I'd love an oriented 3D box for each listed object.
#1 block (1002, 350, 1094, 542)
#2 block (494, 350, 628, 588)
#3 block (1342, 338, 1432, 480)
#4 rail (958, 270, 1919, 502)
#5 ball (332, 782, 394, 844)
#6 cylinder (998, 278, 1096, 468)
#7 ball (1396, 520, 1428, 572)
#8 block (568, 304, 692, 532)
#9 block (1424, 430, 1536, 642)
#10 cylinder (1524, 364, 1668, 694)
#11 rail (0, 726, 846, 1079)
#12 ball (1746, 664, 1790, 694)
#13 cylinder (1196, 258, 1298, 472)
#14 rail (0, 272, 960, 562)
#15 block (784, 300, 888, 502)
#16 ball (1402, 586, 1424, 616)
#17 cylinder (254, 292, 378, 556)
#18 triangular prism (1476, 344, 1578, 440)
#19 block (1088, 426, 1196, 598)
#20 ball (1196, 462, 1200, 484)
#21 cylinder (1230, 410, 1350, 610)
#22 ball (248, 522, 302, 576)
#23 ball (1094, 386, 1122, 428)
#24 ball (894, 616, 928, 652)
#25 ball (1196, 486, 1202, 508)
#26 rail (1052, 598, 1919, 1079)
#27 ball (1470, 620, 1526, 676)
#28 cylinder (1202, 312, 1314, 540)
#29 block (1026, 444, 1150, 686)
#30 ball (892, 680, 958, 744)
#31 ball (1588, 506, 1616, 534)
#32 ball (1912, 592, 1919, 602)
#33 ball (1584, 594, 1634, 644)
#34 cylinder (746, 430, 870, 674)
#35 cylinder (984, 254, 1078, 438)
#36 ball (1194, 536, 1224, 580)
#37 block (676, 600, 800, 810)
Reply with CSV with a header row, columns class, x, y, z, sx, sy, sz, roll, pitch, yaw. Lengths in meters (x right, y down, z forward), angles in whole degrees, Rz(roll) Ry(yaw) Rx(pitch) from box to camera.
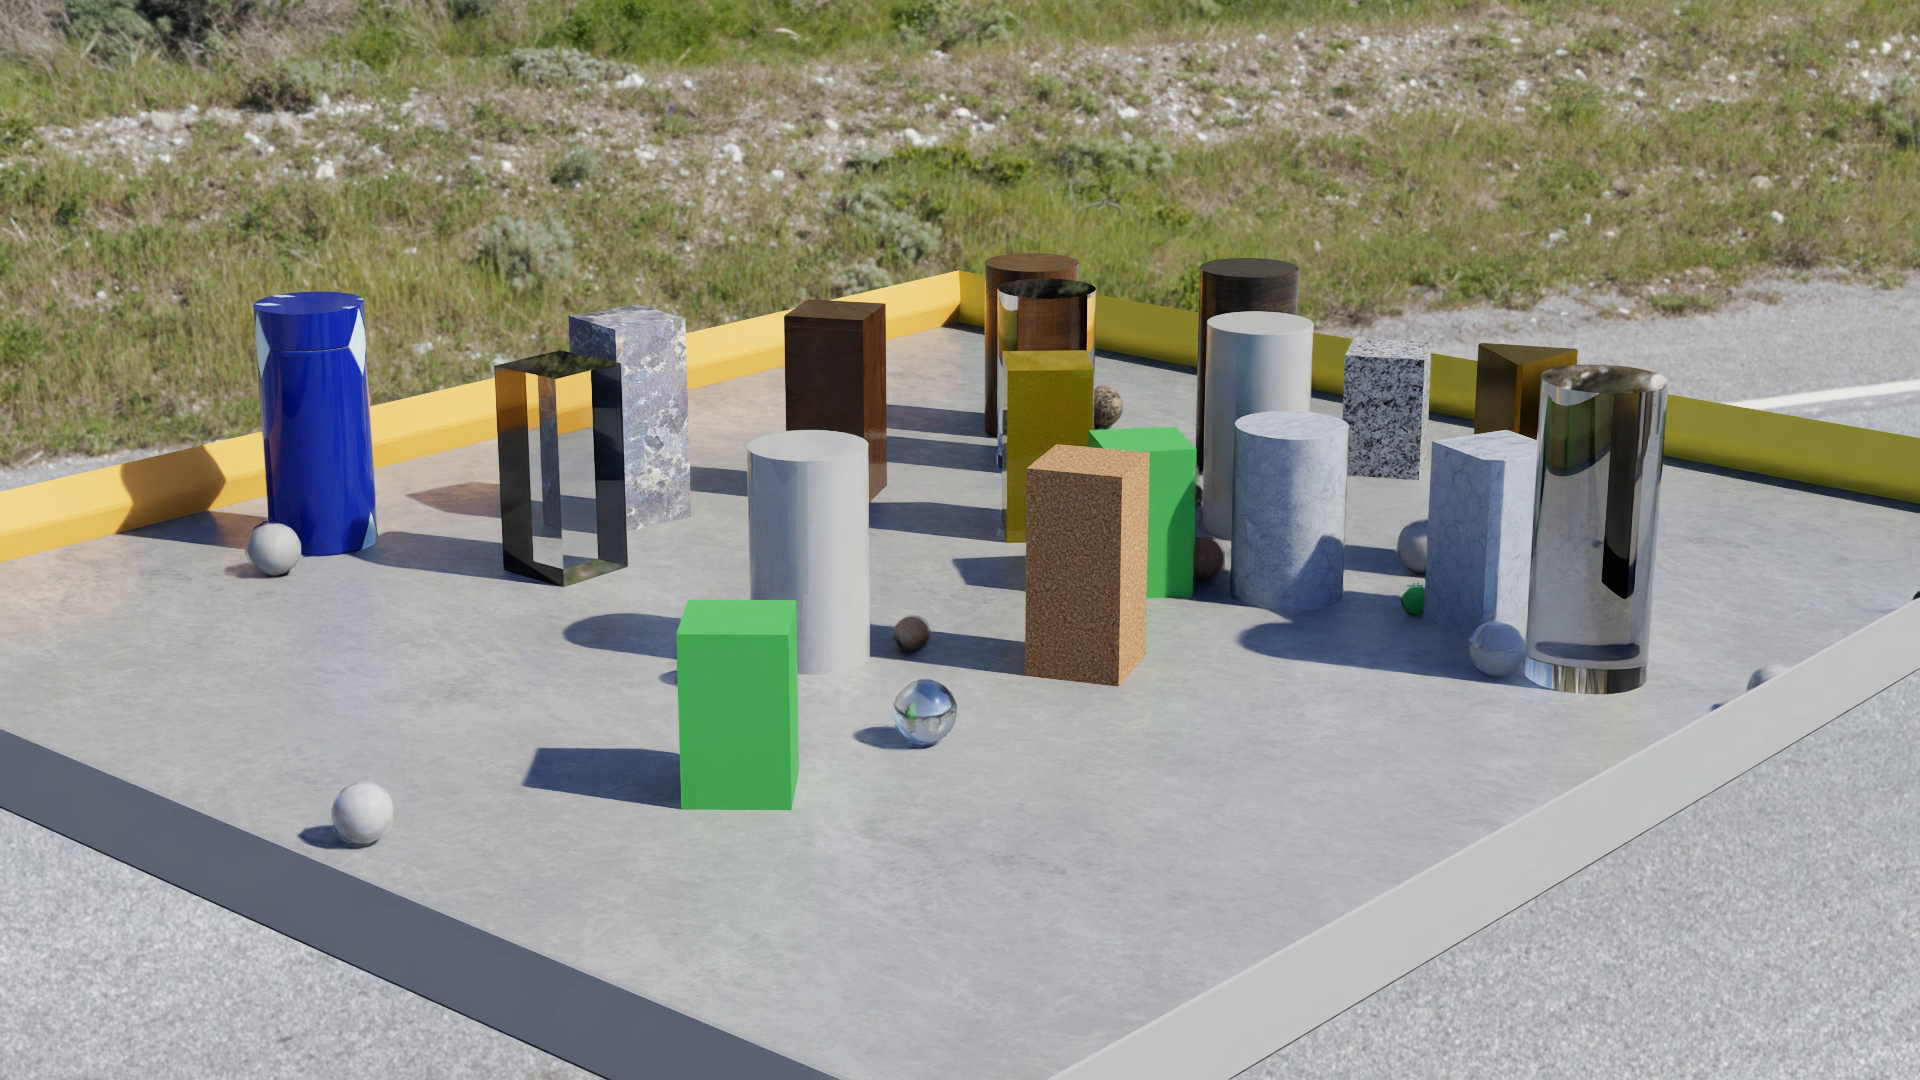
class,x,y,z,sx,sy,sz,roll,pitch,yaw
block,0.162,-0.175,5.463,0.157,0.328,0.157,-1,17,-2
block,-0.709,-0.129,5.225,0.157,0.377,0.157,13,21,38
block,0.858,-0.264,5.901,0.157,0.246,0.157,4,17,13
rail,1.067,-0.323,6.297,2.877,0.127,0.045,14,22,39
ball,-0.825,0.377,4.053,0.086,0.086,0.086,0,17,0
cylinder,0.173,-0.328,5.910,0.196,0.364,0.196,0,17,0
ball,0.830,0.011,5.248,0.096,0.096,0.096,0,17,0
block,-0.624,-0.232,5.549,0.157,0.388,0.157,-14,22,-38
block,0.896,-0.005,4.920,0.157,0.316,0.157,-9,19,-27
cylinder,1.009,-0.018,4.662,0.196,0.490,0.196,0,17,0
rail,-1.067,0.387,3.943,2.877,0.127,0.045,14,22,39
ball,1.258,0.233,4.533,0.082,0.082,0.082,0,17,0
cylinder,0.575,-0.346,5.891,0.196,0.409,0.196,0,17,0
rail,-1.068,-0.236,6.008,0.045,0.127,3.303,14,22,39
block,-0.240,-0.268,5.702,0.157,0.368,0.157,4,17,14
ball,0.782,0.104,5.016,0.051,0.051,0.051,0,17,0
cylinder,-1.181,-0.214,5.379,0.196,0.451,0.196,0,17,0
triangular prism,0.976,-0.142,5.221,0.170,0.403,0.147,-16,23,-42
block,0.317,-0.048,5.149,0.157,0.266,0.157,-3,17,-9
ball,0.427,-0.131,5.736,0.086,0.086,0.086,0,17,0
cylinder,0.572,-0.053,5.096,0.196,0.305,0.196,0,17,0
ball,-1.224,0.016,5.235,0.094,0.094,0.094,0,17,0
ball,0.302,-0.283,6.235,0.088,0.088,0.088,0,17,0
ball,-0.081,0.154,4.838,0.058,0.058,0.058,0,17,0
ball,0.447,-0.083,5.641,0.049,0.049,0.049,0,17,0
rail,1.068,0.300,4.232,0.045,0.127,3.303,14,22,39
ball,0.864,0.174,4.717,0.089,0.089,0.089,0,17,0
cylinder,0.554,-0.212,5.471,0.196,0.395,0.196,0,17,0
block,0.205,0.039,4.720,0.157,0.347,0.157,6,18,18
ball,-0.052,0.259,4.422,0.098,0.098,0.098,0,17,0
ball,1.202,-0.036,5.482,0.052,0.052,0.052,0,17,0
ball,1.656,0.105,5.030,0.041,0.041,0.041,0,17,0
ball,1.079,0.132,4.872,0.082,0.082,0.082,0,17,0
cylinder,-0.245,0.018,4.772,0.196,0.357,0.196,0,17,0
cylinder,0.150,-0.408,6.177,0.196,0.361,0.196,0,17,0
ball,0.430,0.032,5.211,0.077,0.077,0.077,0,17,0
block,-0.317,0.236,4.212,0.157,0.263,0.157,0,17,1
